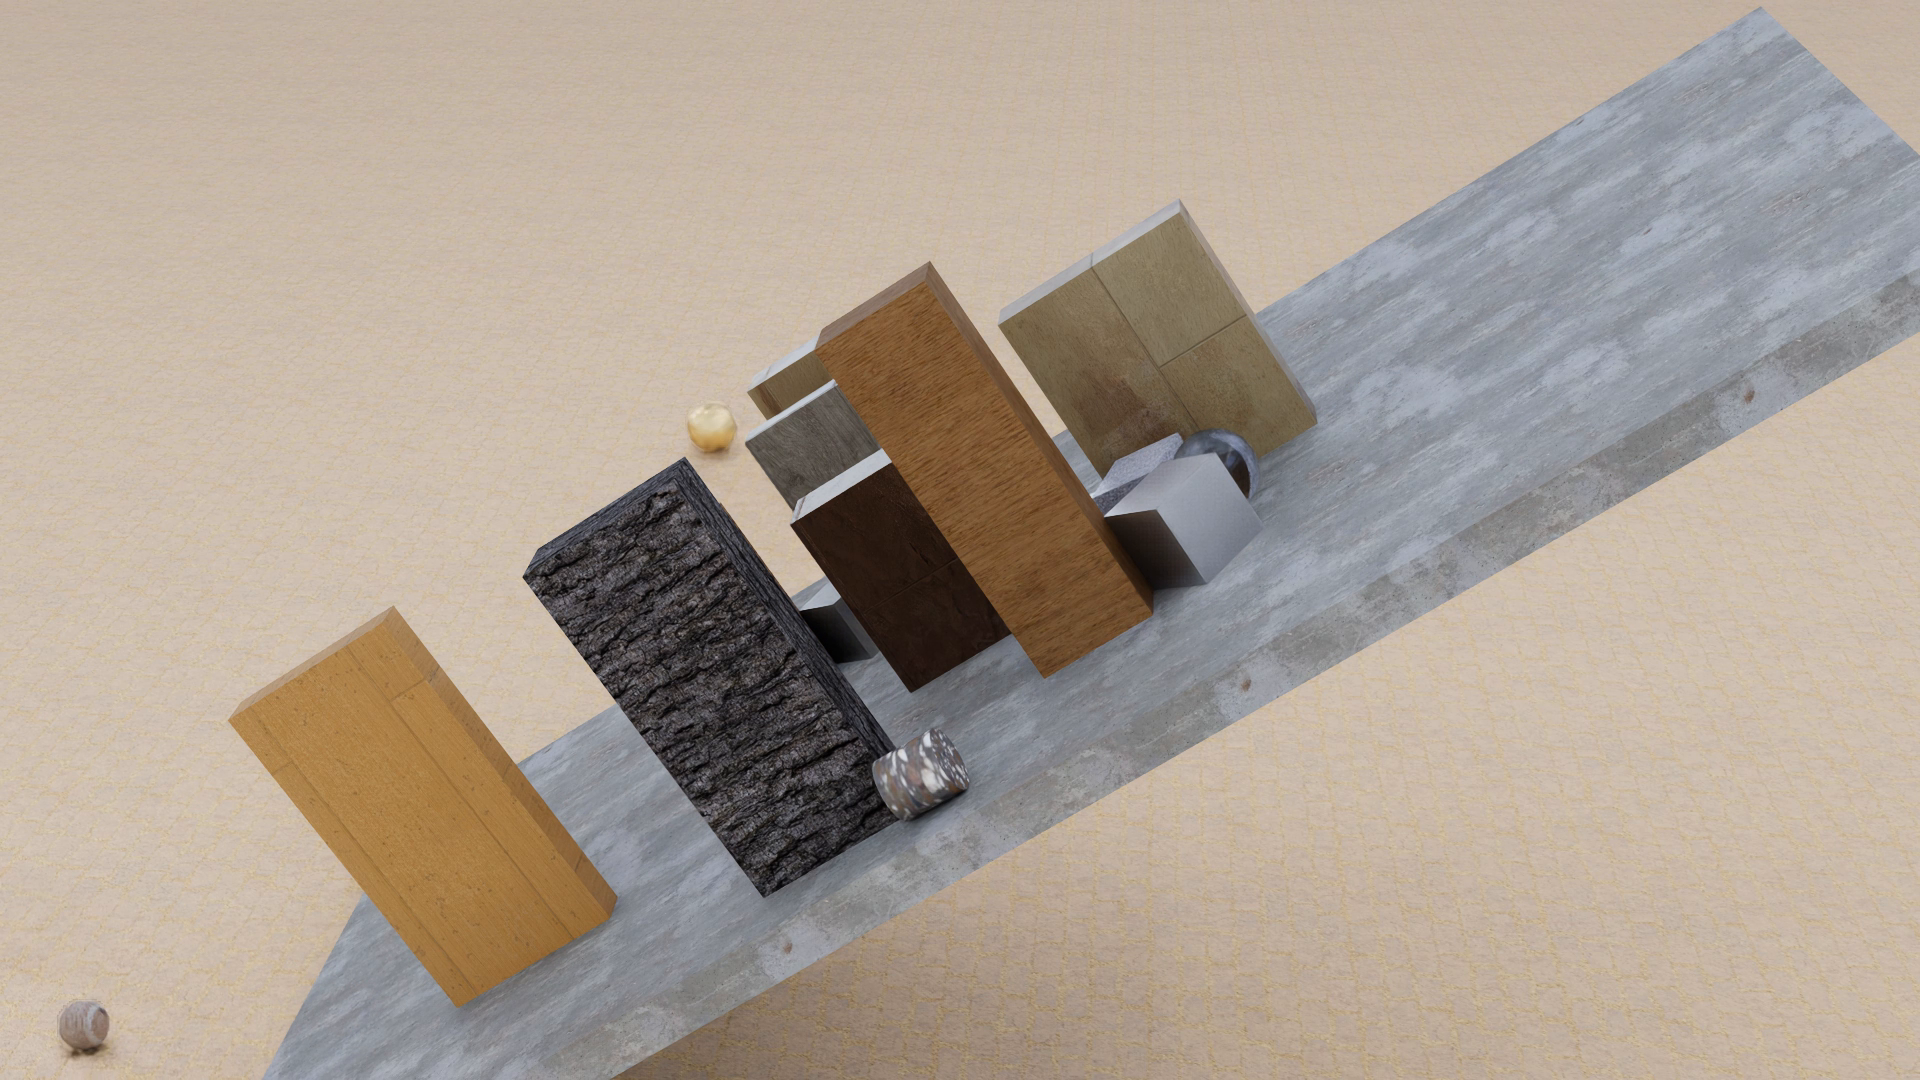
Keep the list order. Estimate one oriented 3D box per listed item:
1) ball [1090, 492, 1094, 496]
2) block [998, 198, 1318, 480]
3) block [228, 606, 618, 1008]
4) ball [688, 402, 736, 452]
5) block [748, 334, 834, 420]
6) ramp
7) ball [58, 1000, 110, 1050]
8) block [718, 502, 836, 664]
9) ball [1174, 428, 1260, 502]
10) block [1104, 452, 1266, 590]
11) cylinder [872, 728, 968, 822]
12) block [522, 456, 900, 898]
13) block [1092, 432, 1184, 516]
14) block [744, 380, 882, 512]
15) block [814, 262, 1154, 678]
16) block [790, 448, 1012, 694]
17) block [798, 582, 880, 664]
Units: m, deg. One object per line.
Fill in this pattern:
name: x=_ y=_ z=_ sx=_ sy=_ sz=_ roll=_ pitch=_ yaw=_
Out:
ball: x=0.300 y=-0.034 z=6.122 sx=0.137 sy=0.137 sz=0.137 roll=0 pitch=21 yaw=0
block: x=0.412 y=-0.361 z=6.116 sx=0.441 sy=0.534 sz=0.116 roll=-31 pitch=16 yaw=14
block: x=-1.103 y=0.558 z=6.075 sx=0.401 sy=0.780 sz=0.095 roll=-31 pitch=16 yaw=14
ball: x=-0.918 y=-0.417 z=10.891 sx=0.182 sy=0.182 sz=0.182 roll=0 pitch=21 yaw=0
block: x=-0.247 y=-0.235 z=7.142 sx=0.271 sy=0.532 sz=0.134 roll=-31 pitch=16 yaw=14
ramp: x=0.139 y=0.171 z=6.298 sx=4.000 sy=0.100 sz=2.000 roll=-31 pitch=16 yaw=14
ball: x=-2.041 y=1.131 z=6.857 sx=0.114 sy=0.114 sz=0.114 roll=0 pitch=21 yaw=0
block: x=-0.515 y=0.175 z=6.603 sx=0.255 sy=0.459 sz=0.084 roll=-31 pitch=16 yaw=14
ball: x=0.512 y=-0.136 z=5.900 sx=0.177 sy=0.177 sz=0.177 roll=0 pitch=21 yaw=0
block: x=0.438 y=-0.035 z=5.744 sx=0.182 sy=0.182 sz=0.182 roll=-43 pitch=17 yaw=-26
cylinder: x=-0.074 y=0.439 z=5.494 sx=0.130 sy=0.130 sz=0.130 roll=-30 pitch=14 yaw=17
block: x=-0.444 y=0.265 z=5.559 sx=0.346 sy=0.781 sz=0.147 roll=-31 pitch=16 yaw=14
block: x=0.401 y=-0.088 z=6.023 sx=0.162 sy=0.162 sz=0.162 roll=-24 pitch=18 yaw=34
block: x=-0.213 y=-0.131 z=6.838 sx=0.352 sy=0.489 sz=0.080 roll=-31 pitch=16 yaw=14
block: x=0.054 y=-0.131 z=5.677 sx=0.252 sy=0.794 sz=0.143 roll=-31 pitch=16 yaw=14
block: x=-0.087 y=0.037 z=6.136 sx=0.326 sy=0.446 sz=0.148 roll=-31 pitch=16 yaw=14
block: x=-0.232 y=0.166 z=6.618 sx=0.153 sy=0.153 sz=0.153 roll=-44 pitch=17 yaw=-30
